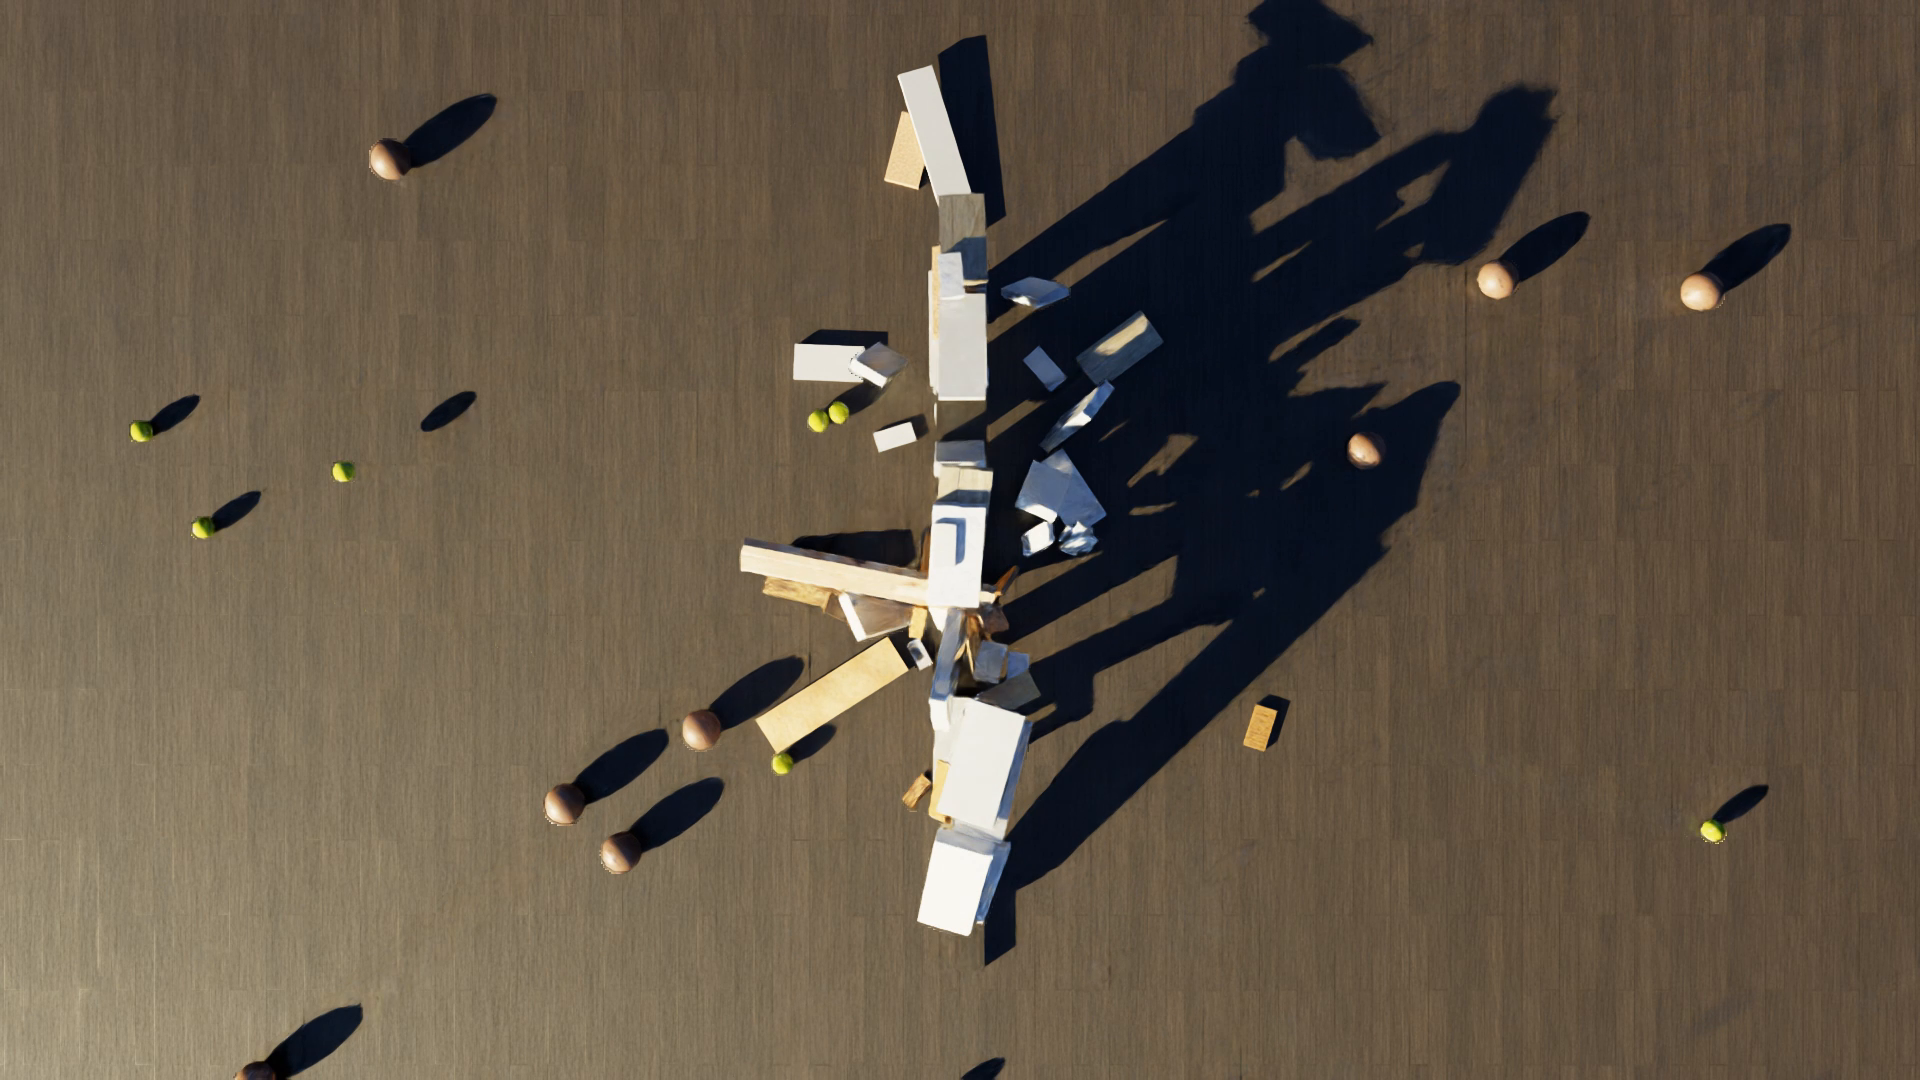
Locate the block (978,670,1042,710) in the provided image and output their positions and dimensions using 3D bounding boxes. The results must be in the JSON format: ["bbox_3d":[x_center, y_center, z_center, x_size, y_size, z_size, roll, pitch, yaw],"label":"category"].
[{"bbox_3d":[0.150,0.473,5.013,0.174,0.025,0.087,-27,81,-1],"label":"block"}]

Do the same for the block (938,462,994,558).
[{"bbox_3d":[0.004,-0.066,4.799,0.151,0.043,0.301,6,107,-2],"label":"block"}]

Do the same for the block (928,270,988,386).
[{"bbox_3d":[-0.007,-0.657,5.120,0.176,0.050,0.353,-1,90,0],"label":"block"}]

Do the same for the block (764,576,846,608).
[{"bbox_3d":[-0.505,0.141,5.449,0.264,0.037,0.132,12,81,10],"label":"block"}]

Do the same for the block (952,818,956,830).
[{"bbox_3d":[0.029,0.800,5.065,0.091,0.026,0.182,4,82,-3],"label":"block"}]

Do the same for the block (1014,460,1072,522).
[{"bbox_3d":[0.259,-0.153,5.125,0.132,0.264,0.037,23,120,1],"label":"block"}]

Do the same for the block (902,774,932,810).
[{"bbox_3d":[-0.142,0.834,5.472,0.108,0.054,0.015,-53,135,-3],"label":"block"}]

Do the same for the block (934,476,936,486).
[{"bbox_3d":[0.000,-0.189,5.341,0.158,0.316,0.045,0,87,0],"label":"block"}]

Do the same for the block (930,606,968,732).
[{"bbox_3d":[-0.034,0.389,5.085,0.050,0.177,0.354,6,54,7],"label":"block"}]

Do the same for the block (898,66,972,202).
[{"bbox_3d":[-0.064,-1.278,5.457,0.115,0.033,0.562,-18,94,-7],"label":"block"}]

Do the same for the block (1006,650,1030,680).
[{"bbox_3d":[0.183,0.420,5.253,0.070,0.020,0.140,9,49,-6],"label":"block"}]

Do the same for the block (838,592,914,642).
[{"bbox_3d":[-0.250,0.223,5.358,0.043,0.302,0.151,-32,79,38],"label":"block"}]

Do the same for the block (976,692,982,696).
[{"bbox_3d":[0.101,0.551,5.030,0.087,0.025,0.174,-5,81,2],"label":"block"}]

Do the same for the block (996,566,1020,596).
[{"bbox_3d":[0.146,0.134,5.349,0.017,0.059,0.118,48,55,-20],"label":"block"}]

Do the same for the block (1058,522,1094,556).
[{"bbox_3d":[0.384,-0.003,5.436,0.059,0.017,0.118,23,121,-21],"label":"block"}]

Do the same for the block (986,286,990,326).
[{"bbox_3d":[0.003,-0.755,5.322,0.176,0.353,0.050,2,85,0],"label":"block"}]

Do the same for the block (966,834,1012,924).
[{"bbox_3d":[0.049,1.096,5.374,0.153,0.043,0.306,18,114,1],"label":"block"}]

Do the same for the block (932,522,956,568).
[{"bbox_3d":[-0.045,0.015,4.748,0.065,0.018,0.131,2,107,-1],"label":"block"}]

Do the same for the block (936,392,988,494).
[{"bbox_3d":[0.004,-0.304,5.160,0.158,0.045,0.316,0,90,0],"label":"block"}]

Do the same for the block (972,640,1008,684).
[{"bbox_3d":[0.094,0.383,5.187,0.082,0.164,0.023,9,128,6],"label":"block"}]

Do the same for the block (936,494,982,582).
[{"bbox_3d":[-0.003,-0.001,5.187,0.145,0.041,0.290,0,90,0],"label":"block"}]

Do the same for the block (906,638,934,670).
[{"bbox_3d":[-0.135,0.379,5.493,0.049,0.014,0.098,-29,90,0],"label":"block"}]

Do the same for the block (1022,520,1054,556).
[{"bbox_3d":[0.242,-0.005,5.142,0.020,0.140,0.070,8,66,-32],"label":"block"}]

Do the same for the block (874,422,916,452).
[{"bbox_3d":[-0.217,-0.343,5.491,0.131,0.018,0.065,-17,90,0],"label":"block"}]

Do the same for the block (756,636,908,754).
[{"bbox_3d":[-0.424,0.514,5.481,0.516,0.037,0.132,-32,90,0],"label":"block"}]

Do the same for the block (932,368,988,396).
[{"bbox_3d":[0.002,-0.509,5.324,0.176,0.353,0.050,0,90,0],"label":"block"}]

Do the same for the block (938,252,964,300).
[{"bbox_3d":[-0.027,-0.796,4.975,0.071,0.020,0.142,-5,75,-1],"label":"block"}]

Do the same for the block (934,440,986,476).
[{"bbox_3d":[-0.001,-0.248,4.986,0.151,0.301,0.043,-1,105,0],"label":"block"}]

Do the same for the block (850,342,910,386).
[{"bbox_3d":[-0.251,-0.551,5.165,0.117,0.235,0.033,31,116,4],"label":"block"}]

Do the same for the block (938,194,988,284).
[{"bbox_3d":[0.009,-0.918,5.038,0.141,0.040,0.282,-2,77,0],"label":"block"}]

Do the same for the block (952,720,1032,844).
[{"bbox_3d":[0.101,0.721,5.036,0.153,0.043,0.381,14,82,5],"label":"block"}]

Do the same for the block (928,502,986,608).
[{"bbox_3d":[-0.011,0.042,4.788,0.151,0.043,0.302,4,107,-1],"label":"block"}]

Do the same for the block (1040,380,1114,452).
[{"bbox_3d":[0.371,-0.391,5.279,0.038,0.419,0.134,39,71,-5],"label":"block"}]

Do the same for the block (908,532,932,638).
[{"bbox_3d":[-0.118,0.145,5.335,0.043,0.151,0.322,10,48,-3],"label":"block"}]

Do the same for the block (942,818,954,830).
[{"bbox_3d":[-0.016,0.847,5.123,0.054,0.015,0.108,20,86,-1],"label":"block"}]

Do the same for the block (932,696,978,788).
[{"bbox_3d":[0.003,0.656,5.154,0.169,0.048,0.338,2,92,0],"label":"block"}]

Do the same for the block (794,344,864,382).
[{"bbox_3d":[-0.434,-0.588,5.484,0.230,0.033,0.115,2,90,0],"label":"block"}]

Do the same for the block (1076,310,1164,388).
[{"bbox_3d":[0.529,-0.631,5.481,0.267,0.038,0.134,-36,91,0],"label":"block"}]

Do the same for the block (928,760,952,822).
[{"bbox_3d":[-0.048,0.773,5.071,0.025,0.087,0.174,9,92,-37],"label":"block"}]

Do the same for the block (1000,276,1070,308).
[{"bbox_3d":[0.240,-0.803,5.334,0.117,0.235,0.033,-24,116,-20],"label":"block"}]

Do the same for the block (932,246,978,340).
[{"bbox_3d":[-0.014,-0.759,5.074,0.141,0.040,0.282,0,90,0],"label":"block"}]

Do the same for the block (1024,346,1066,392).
[{"bbox_3d":[0.283,-0.569,5.490,0.071,0.020,0.142,-42,90,0],"label":"block"}]

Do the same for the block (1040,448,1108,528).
[{"bbox_3d":[0.358,-0.157,5.481,0.134,0.038,0.267,-34,90,0],"label":"block"}]

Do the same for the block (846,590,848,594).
[{"bbox_3d":[-0.453,0.157,5.468,0.292,0.014,0.049,-3,80,8],"label":"block"}]

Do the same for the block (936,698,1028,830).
[{"bbox_3d":[0.066,0.673,4.967,0.177,0.050,0.354,16,91,11],"label":"block"}]

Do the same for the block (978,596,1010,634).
[{"bbox_3d":[0.091,0.225,5.345,0.082,0.023,0.164,-10,57,-22],"label":"block"}]

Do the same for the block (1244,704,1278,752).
[{"bbox_3d":[0.999,0.625,5.490,0.071,0.020,0.142,18,90,0],"label":"block"}]

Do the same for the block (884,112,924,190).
[{"bbox_3d":[-0.165,-1.295,5.484,0.115,0.033,0.230,15,90,0],"label":"block"}]

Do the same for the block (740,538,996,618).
[{"bbox_3d":[-0.286,0.118,5.124,0.793,0.117,0.033,11,46,-1],"label":"block"}]

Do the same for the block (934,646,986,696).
[{"bbox_3d":[-0.001,0.429,5.333,0.169,0.338,0.048,0,110,0],"label":"block"}]

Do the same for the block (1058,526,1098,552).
[{"bbox_3d":[0.390,-0.003,5.458,0.118,0.017,0.059,23,121,-21],"label":"block"}]

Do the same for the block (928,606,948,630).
[{"bbox_3d":[-0.056,0.249,5.422,0.070,0.148,0.020,6,52,21],"label":"block"}]

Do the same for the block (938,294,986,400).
[{"bbox_3d":[0.006,-0.587,5.009,0.141,0.040,0.324,0,81,0],"label":"block"}]

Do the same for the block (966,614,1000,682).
[{"bbox_3d":[0.060,0.322,5.293,0.082,0.337,0.023,5,133,-17],"label":"block"}]

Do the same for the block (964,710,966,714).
[{"bbox_3d":[0.059,0.616,5.091,0.091,0.026,0.182,-1,82,-3],"label":"block"}]

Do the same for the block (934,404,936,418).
[{"bbox_3d":[0.000,-0.399,5.341,0.158,0.316,0.045,0,87,0],"label":"block"}]

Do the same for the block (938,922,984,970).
[{"bbox_3d":[0.003,1.273,5.478,0.153,0.043,0.306,0,90,0],"label":"block"}]

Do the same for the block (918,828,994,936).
[{"bbox_3d":[-0.018,1.082,5.191,0.177,0.552,0.050,15,51,4],"label":"block"}]

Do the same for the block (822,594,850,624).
[{"bbox_3d":[-0.380,0.229,5.386,0.131,0.018,0.065,25,76,-22],"label":"block"}]
